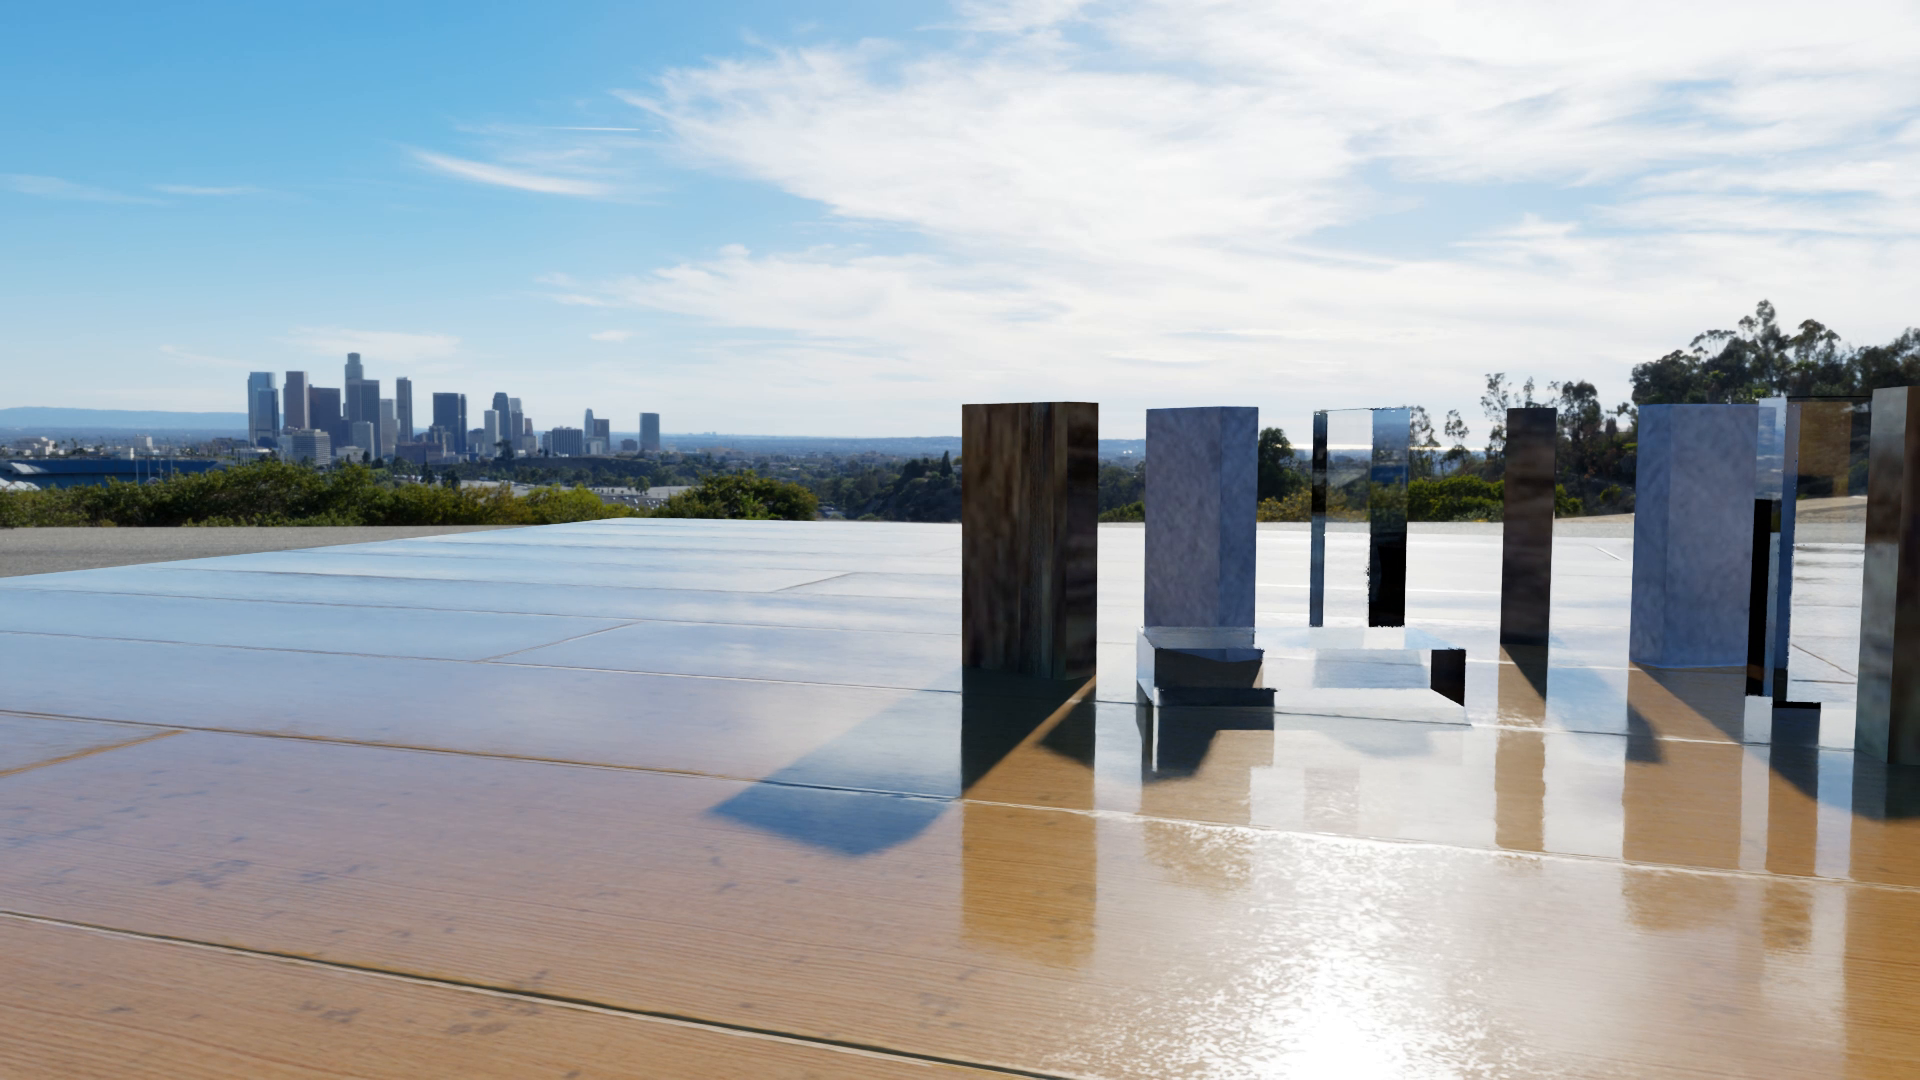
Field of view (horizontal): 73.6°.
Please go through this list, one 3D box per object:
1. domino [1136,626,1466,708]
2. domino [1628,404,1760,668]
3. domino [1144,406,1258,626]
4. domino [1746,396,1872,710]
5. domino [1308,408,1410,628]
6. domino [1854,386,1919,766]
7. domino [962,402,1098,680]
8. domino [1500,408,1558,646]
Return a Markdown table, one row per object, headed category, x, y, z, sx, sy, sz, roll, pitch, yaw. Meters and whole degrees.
| category | x | y | z | sx | sy | sz | roll | pitch | yaw |
| --- | --- | --- | --- | --- | --- | --- | --- | --- | --- |
| domino | 0.057 | 0.021 | 0.220 | 0.050 | 0.009 | 0.025 | 0 | 4 | 1 |
| domino | 0.145 | -0.001 | 0.248 | 0.025 | 0.050 | 0.009 | -1 | 4 | -9 |
| domino | 0.050 | -0.003 | 0.270 | 0.010 | 0.050 | 0.025 | -2 | 5 | -28 |
| domino | 0.144 | 0.002 | 0.208 | 0.025 | 0.050 | 0.010 | 1 | 4 | 9 |
| domino | 0.088 | -0.004 | 0.284 | 0.009 | 0.050 | 0.025 | -1 | 4 | -12 |
| domino | 0.137 | 0.005 | 0.171 | 0.025 | 0.050 | 0.010 | 1 | 4 | 12 |
| domino | 0.013 | -0.001 | 0.241 | 0.025 | 0.050 | 0.010 | 4 | 6 | 41 |
| domino | 0.125 | -0.004 | 0.281 | 0.009 | 0.050 | 0.025 | 2 | 5 | 26 |
